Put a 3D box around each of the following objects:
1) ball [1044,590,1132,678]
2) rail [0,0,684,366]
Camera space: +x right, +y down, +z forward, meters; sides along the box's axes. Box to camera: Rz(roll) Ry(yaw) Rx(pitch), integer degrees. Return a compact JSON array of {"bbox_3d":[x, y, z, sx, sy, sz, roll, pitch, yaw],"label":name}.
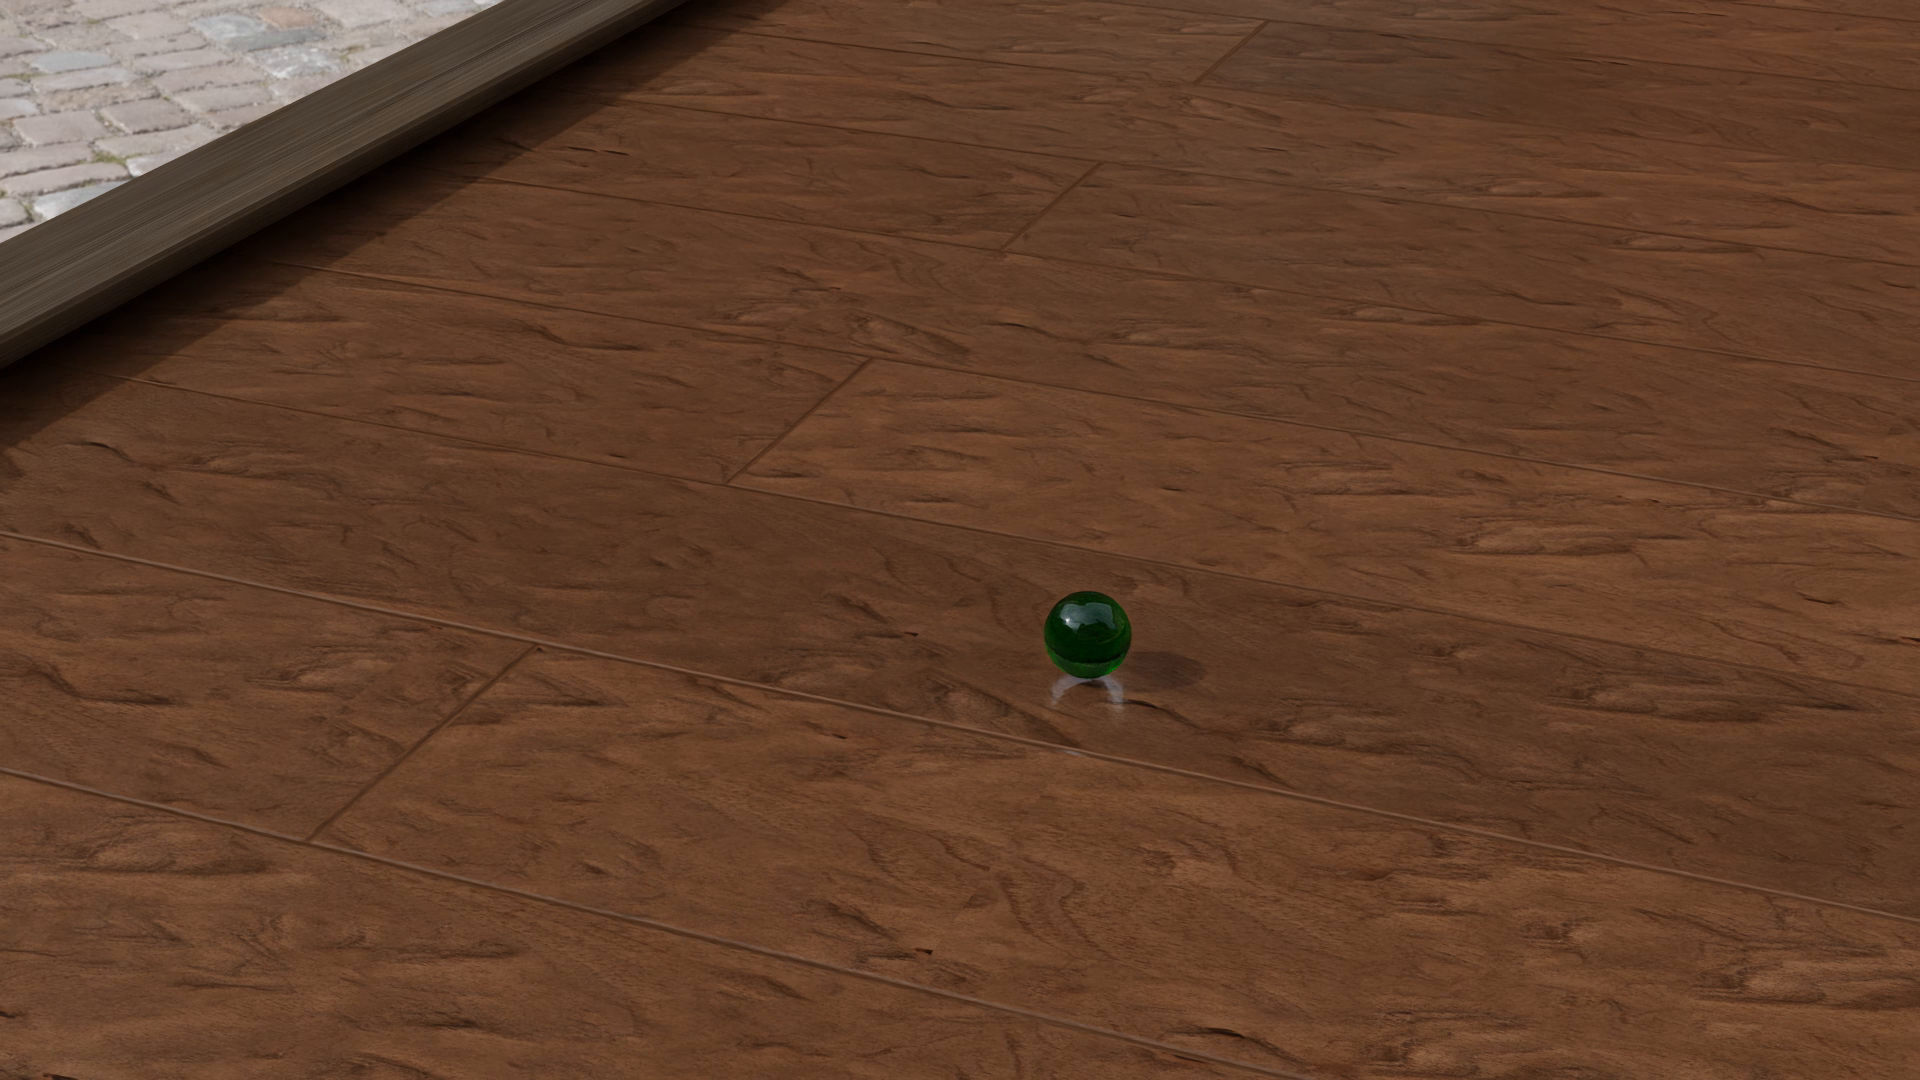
[{"bbox_3d":[0.075,0.056,1.738,0.052,0.052,0.052,0,26,0],"label":"ball"},{"bbox_3d":[-0.416,-0.452,2.750,0.045,0.091,3.103,10,27,20],"label":"rail"}]
